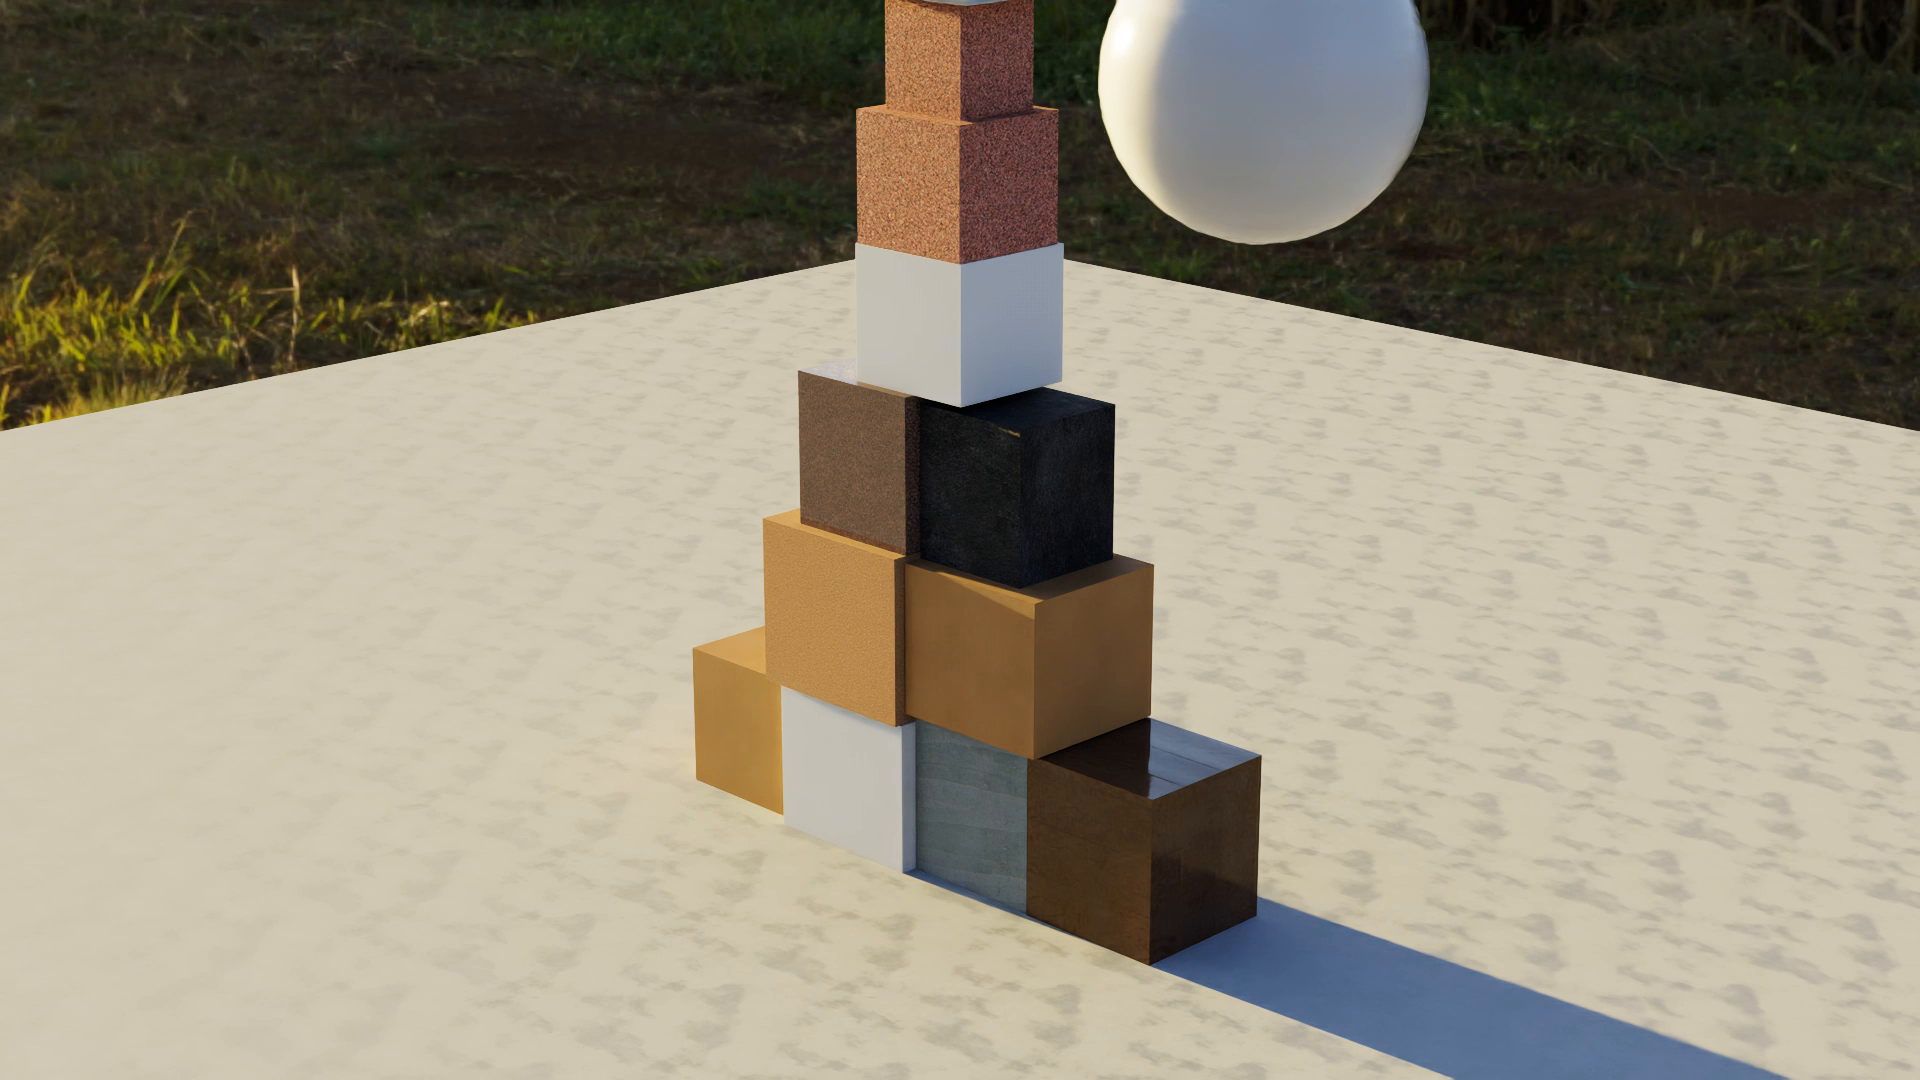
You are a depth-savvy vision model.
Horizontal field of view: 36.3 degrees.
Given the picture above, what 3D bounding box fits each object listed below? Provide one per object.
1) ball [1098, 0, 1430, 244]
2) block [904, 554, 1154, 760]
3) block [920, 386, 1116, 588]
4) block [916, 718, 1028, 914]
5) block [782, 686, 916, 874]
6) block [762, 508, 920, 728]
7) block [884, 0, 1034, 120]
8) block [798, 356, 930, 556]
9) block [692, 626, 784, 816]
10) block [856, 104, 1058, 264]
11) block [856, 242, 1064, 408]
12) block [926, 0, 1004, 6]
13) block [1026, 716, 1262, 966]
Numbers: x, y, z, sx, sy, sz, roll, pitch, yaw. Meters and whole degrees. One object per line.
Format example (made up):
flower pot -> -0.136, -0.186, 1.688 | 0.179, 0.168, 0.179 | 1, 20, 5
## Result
ball -> 1.467, -2.233, 14.178 | 1.600, 1.600, 1.600 | 0, 17, 0
block -> 0.308, 0.448, 13.144 | 0.770, 0.716, 0.798 | -17, 24, -42
block -> 0.254, -0.257, 13.001 | 0.601, 0.715, 0.614 | -17, 24, -42
block -> 0.303, 1.145, 13.411 | 0.725, 0.774, 0.702 | -17, 24, -42
block -> -0.256, 1.011, 13.924 | 0.842, 0.721, 0.817 | -17, 24, -42
block -> -0.298, 0.281, 13.717 | 0.865, 0.796, 0.882 | -17, 24, -42
block -> -0.003, -2.114, 12.674 | 0.448, 0.502, 0.459 | -17, 24, -42
block -> -0.228, -0.428, 13.431 | 0.737, 0.728, 0.699 | -17, 24, -42
block -> -0.807, 0.860, 14.451 | 0.706, 0.694, 0.717 | -17, 24, -42
block -> -0.011, -1.589, 12.830 | 0.610, 0.593, 0.634 | -17, 24, -42
block -> -0.002, -1.010, 13.022 | 0.642, 0.627, 0.657 | -17, 24, -42
block -> 0.008, -2.641, 12.520 | 0.650, 0.596, 0.697 | -17, 24, -42
block -> 0.808, 1.304, 12.918 | 0.720, 0.766, 0.724 | -17, 24, -42
